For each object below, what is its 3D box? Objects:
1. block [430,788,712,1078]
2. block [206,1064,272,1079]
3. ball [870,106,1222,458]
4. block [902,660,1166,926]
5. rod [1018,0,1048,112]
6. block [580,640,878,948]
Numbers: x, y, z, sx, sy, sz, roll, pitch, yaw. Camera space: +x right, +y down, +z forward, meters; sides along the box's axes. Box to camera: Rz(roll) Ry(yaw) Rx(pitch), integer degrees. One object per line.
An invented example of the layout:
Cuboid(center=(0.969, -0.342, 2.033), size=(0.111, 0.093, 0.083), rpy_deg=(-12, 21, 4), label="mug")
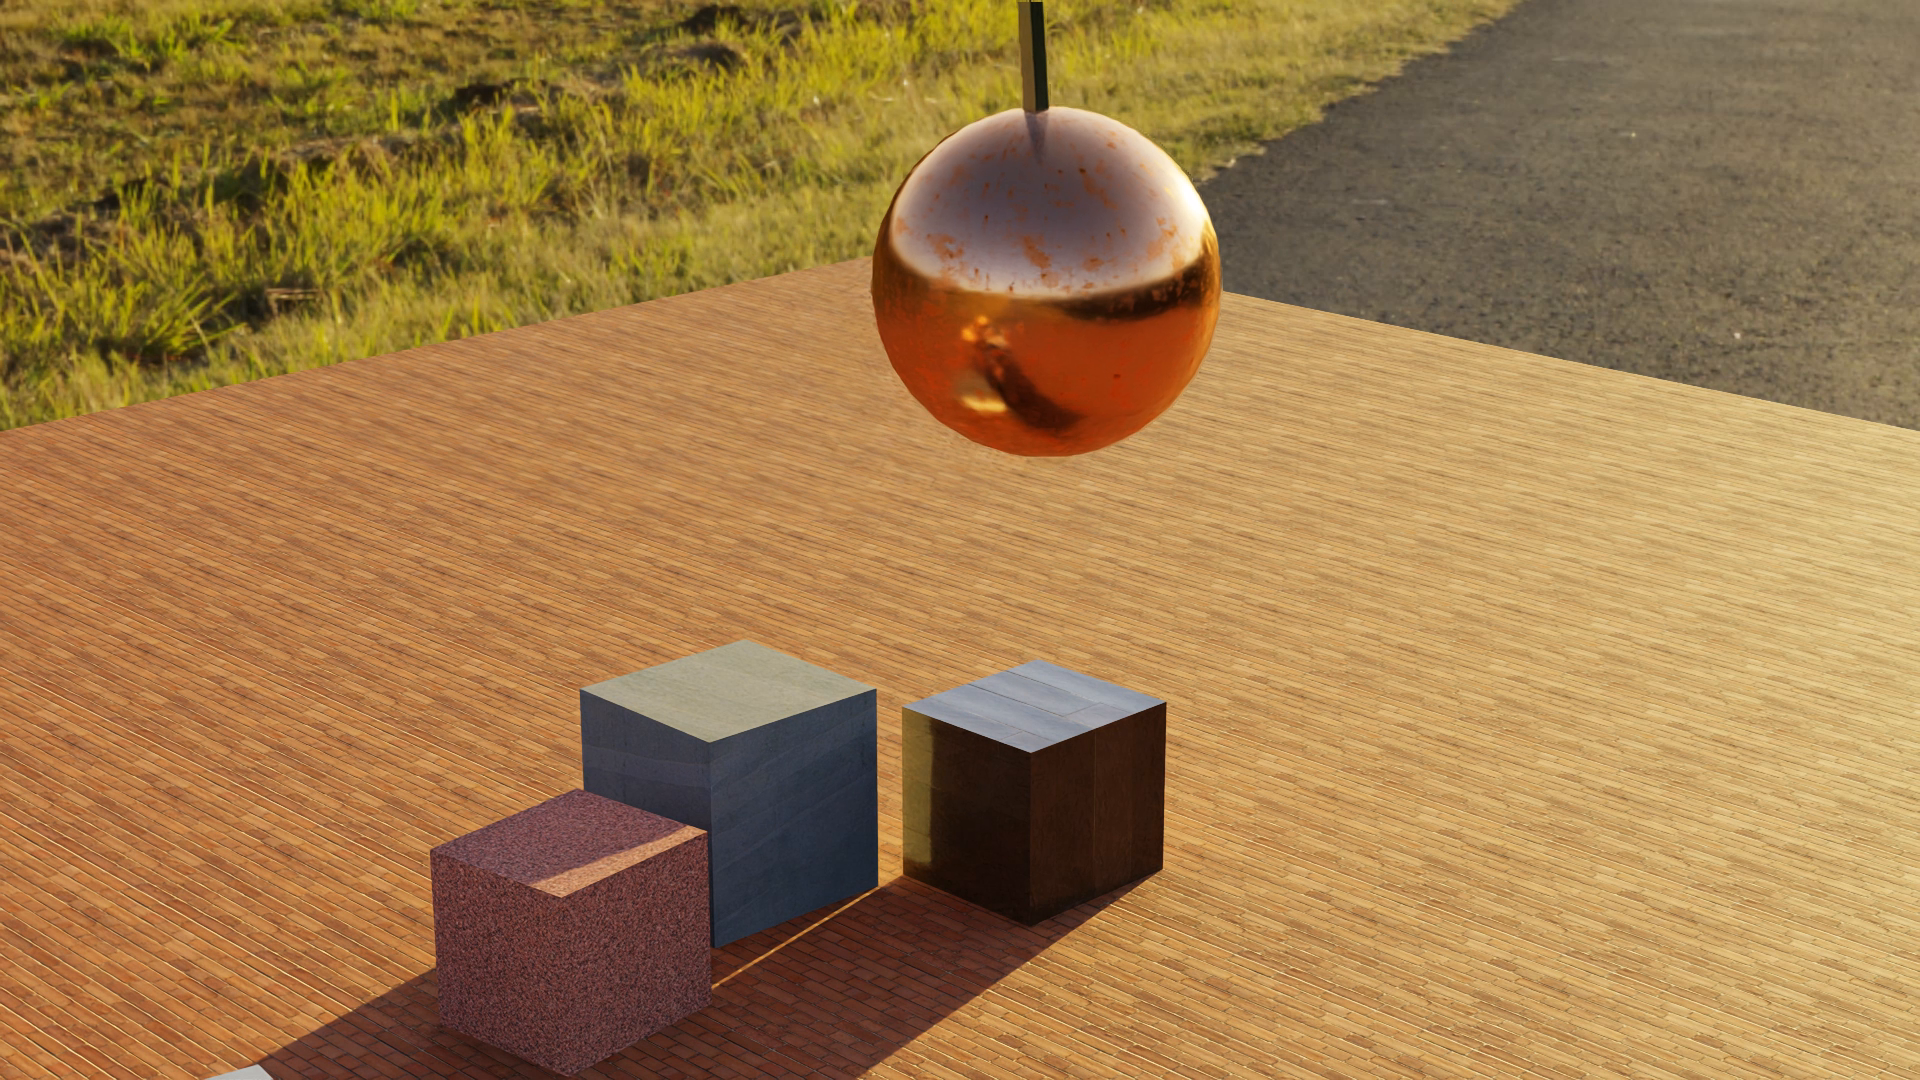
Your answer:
Cuboid(center=(-1.583, 1.587, 12.002), size=(0.752, 0.774, 0.827), rpy_deg=(13, 22, 36), label="block")
Cuboid(center=(-2.561, 2.303, 9.951), size=(0.715, 0.639, 0.726), rpy_deg=(-12, 21, -33), label="block")
Cuboid(center=(0.393, -1.177, 13.384), size=(1.600, 1.600, 1.600), rpy_deg=(0, 17, 0), label="ball")
Cuboid(center=(0.337, 1.133, 13.367), size=(0.891, 0.823, 0.804), rpy_deg=(-17, 24, -42), label="block")
Cuboid(center=(0.170, -4.340, 12.156), size=(0.080, 5.200, 0.080), rpy_deg=(17, 29, 42), label="rod")
Cuboid(center=(-1.032, 1.117, 13.194), size=(0.958, 0.957, 0.912), rpy_deg=(-16, 24, -41), label="block")
